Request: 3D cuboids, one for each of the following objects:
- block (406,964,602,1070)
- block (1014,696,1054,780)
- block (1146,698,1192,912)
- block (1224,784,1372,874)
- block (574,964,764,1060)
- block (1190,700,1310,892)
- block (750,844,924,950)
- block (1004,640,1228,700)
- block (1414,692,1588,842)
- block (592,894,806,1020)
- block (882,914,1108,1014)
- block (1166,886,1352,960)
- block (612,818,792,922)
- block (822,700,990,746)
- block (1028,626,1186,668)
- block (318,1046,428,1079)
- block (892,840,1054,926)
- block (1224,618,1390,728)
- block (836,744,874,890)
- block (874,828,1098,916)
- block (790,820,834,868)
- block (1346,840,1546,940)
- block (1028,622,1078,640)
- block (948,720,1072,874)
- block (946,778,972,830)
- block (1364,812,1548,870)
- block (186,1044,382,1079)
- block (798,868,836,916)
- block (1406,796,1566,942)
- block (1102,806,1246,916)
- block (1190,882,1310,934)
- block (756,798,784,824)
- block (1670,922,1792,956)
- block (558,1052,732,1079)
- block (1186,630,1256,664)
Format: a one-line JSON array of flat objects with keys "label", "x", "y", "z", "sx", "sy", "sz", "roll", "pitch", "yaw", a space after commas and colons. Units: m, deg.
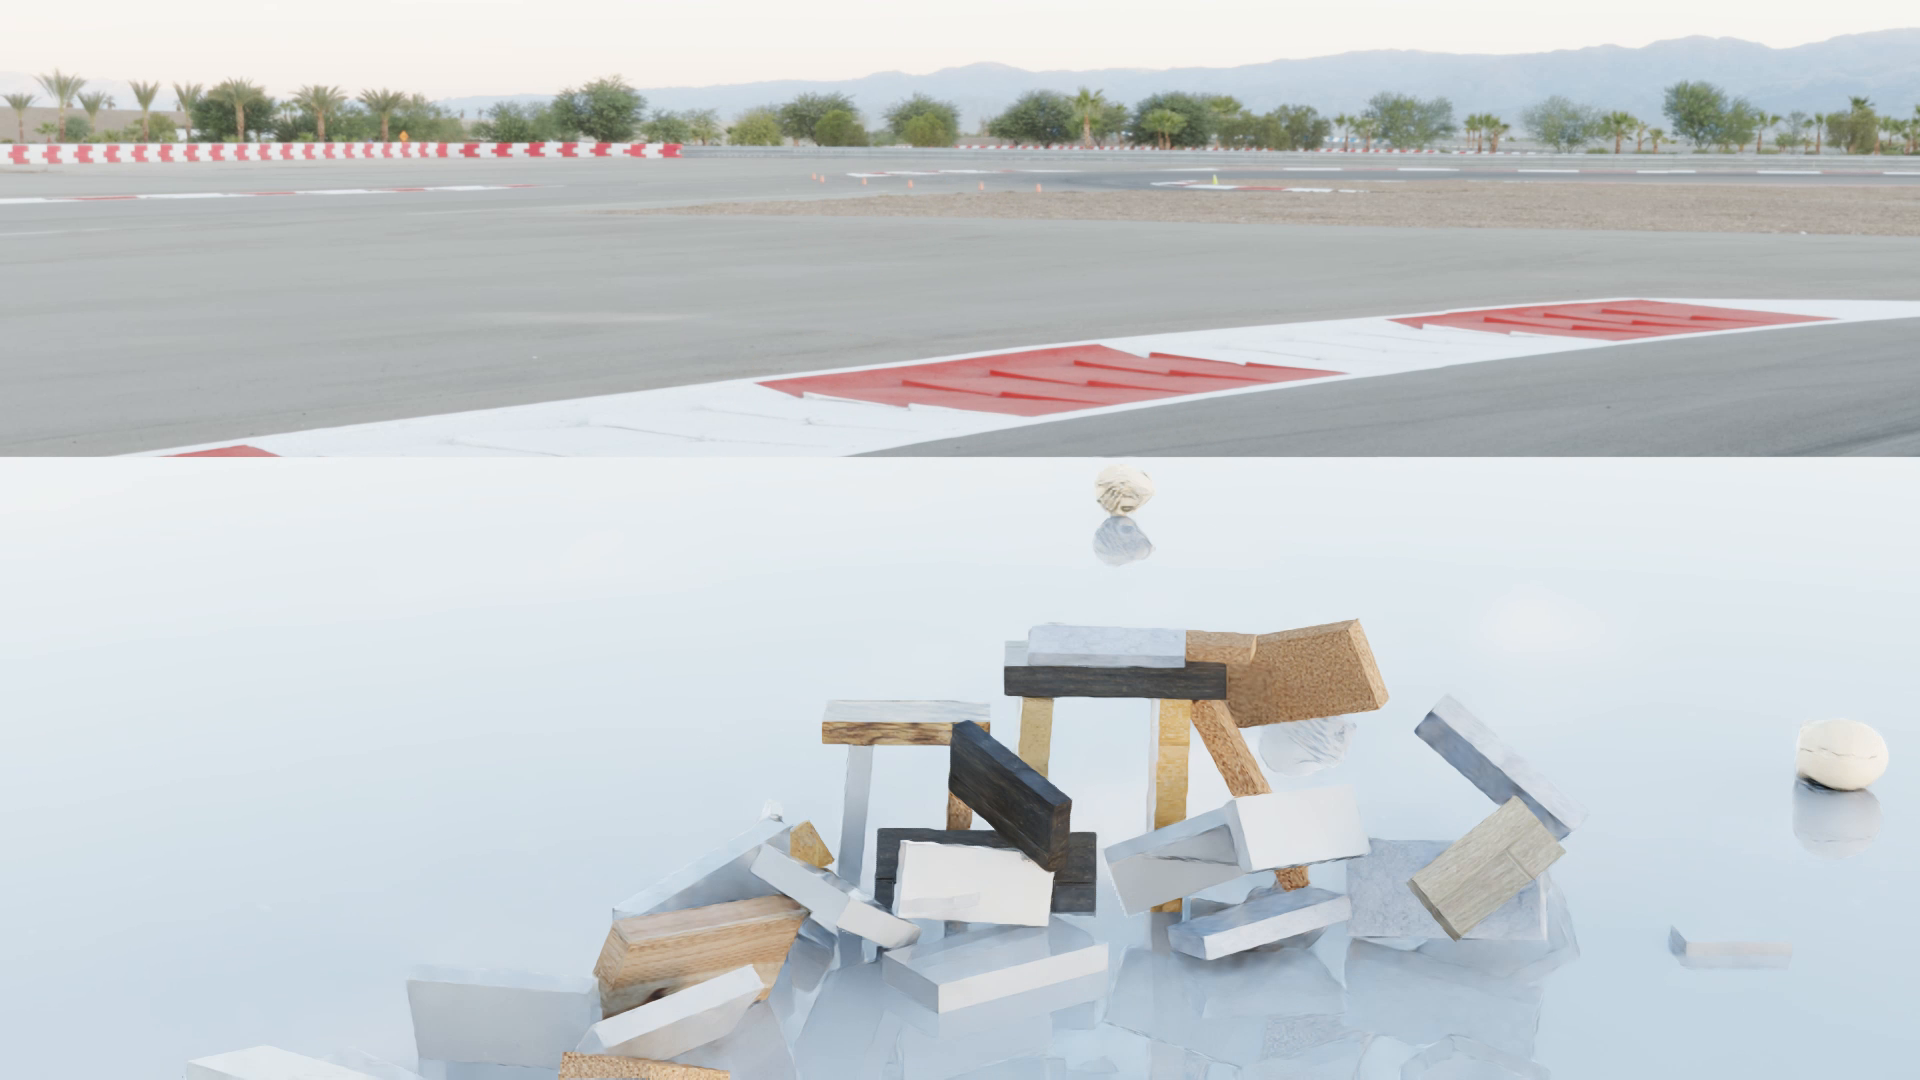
[{"label": "block", "x": -0.614, "y": 0.649, "z": 2.984, "sx": 0.259, "sy": 0.130, "sz": 0.037, "roll": 2, "pitch": 24, "yaw": 11}, {"label": "block", "x": 0.113, "y": 0.413, "z": 3.640, "sx": 0.050, "sy": 0.356, "sz": 0.178, "roll": 4, "pitch": 10, "yaw": -1}, {"label": "block", "x": 0.342, "y": 0.414, "z": 3.638, "sx": 0.050, "sy": 0.356, "sz": 0.178, "roll": 2, "pitch": 11, "yaw": 1}, {"label": "block", "x": 0.515, "y": 0.439, "z": 3.350, "sx": 0.222, "sy": 0.111, "sz": 0.031, "roll": -3, "pitch": -20, "yaw": -29}, {"label": "block", "x": -0.396, "y": 0.654, "z": 2.938, "sx": 0.259, "sy": 0.130, "sz": 0.037, "roll": -13, "pitch": 59, "yaw": -42}, {"label": "block", "x": 0.485, "y": 0.411, "z": 3.713, "sx": 0.042, "sy": 0.360, "sz": 0.149, "roll": -28, "pitch": 6, "yaw": 11}, {"label": "block", "x": -0.180, "y": 0.540, "z": 3.286, "sx": 0.159, "sy": 0.045, "sz": 0.319, "roll": 28, "pitch": -7, "yaw": 25}, {"label": "block", "x": 0.251, "y": 0.212, "z": 3.605, "sx": 0.356, "sy": 0.050, "sz": 0.178, "roll": 1, "pitch": 11, "yaw": 2}, {"label": "block", "x": 0.927, "y": 0.399, "z": 3.787, "sx": 0.306, "sy": 0.043, "sz": 0.153, "roll": 42, "pitch": -14, "yaw": 13}, {"label": "block", "x": -0.374, "y": 0.592, "z": 3.093, "sx": 0.319, "sy": 0.159, "sz": 0.045, "roll": 0, "pitch": 31, "yaw": -47}, {"label": "block", "x": 0.054, "y": 0.634, "z": 3.311, "sx": 0.306, "sy": 0.043, "sz": 0.153, "roll": -7, "pitch": 13, "yaw": -33}, {"label": "block", "x": 0.462, "y": 0.590, "z": 3.395, "sx": 0.253, "sy": 0.036, "sz": 0.126, "roll": -12, "pitch": 2, "yaw": -20}, {"label": "block", "x": -0.389, "y": 0.568, "z": 3.342, "sx": 0.045, "sy": 0.159, "sz": 0.451, "roll": 10, "pitch": 14, "yaw": 23}, {"label": "block", "x": -0.086, "y": 0.300, "z": 3.618, "sx": 0.273, "sy": 0.039, "sz": 0.136, "roll": 0, "pitch": 11, "yaw": 1}, {"label": "block", "x": 0.237, "y": 0.171, "z": 3.541, "sx": 0.250, "sy": 0.023, "sz": 0.081, "roll": 1, "pitch": 30, "yaw": 8}, {"label": "block", "x": -0.766, "y": 0.724, "z": 2.853, "sx": 0.243, "sy": 0.034, "sz": 0.122, "roll": 8, "pitch": 13, "yaw": 38}, {"label": "block", "x": 0.022, "y": 0.525, "z": 3.358, "sx": 0.243, "sy": 0.111, "sz": 0.031, "roll": 7, "pitch": -1, "yaw": -19}, {"label": "block", "x": 0.571, "y": 0.238, "z": 3.835, "sx": 0.332, "sy": 0.153, "sz": 0.043, "roll": -13, "pitch": 16, "yaw": 40}, {"label": "block", "x": -0.175, "y": 0.454, "z": 3.646, "sx": 0.039, "sy": 0.273, "sz": 0.136, "roll": 5, "pitch": 10, "yaw": -3}, {"label": "block", "x": 0.041, "y": 0.525, "z": 3.482, "sx": 0.348, "sy": 0.126, "sz": 0.036, "roll": 0, "pitch": -17, "yaw": 7}, {"label": "block", "x": -0.292, "y": 0.530, "z": 3.581, "sx": 0.157, "sy": 0.078, "sz": 0.022, "roll": -32, "pitch": 7, "yaw": -4}, {"label": "block", "x": 0.750, "y": 0.541, "z": 3.406, "sx": 0.299, "sy": 0.149, "sz": 0.042, "roll": -3, "pitch": -12, "yaw": 25}, {"label": "block", "x": 0.206, "y": 0.165, "z": 3.717, "sx": 0.163, "sy": 0.023, "sz": 0.081, "roll": 8, "pitch": -16, "yaw": -25}, {"label": "block", "x": 0.075, "y": 0.393, "z": 3.395, "sx": 0.034, "sy": 0.121, "sz": 0.265, "roll": -15, "pitch": 32, "yaw": -32}, {"label": "block", "x": -0.001, "y": 0.455, "z": 3.645, "sx": 0.039, "sy": 0.273, "sz": 0.136, "roll": 3, "pitch": 10, "yaw": -1}, {"label": "block", "x": 0.853, "y": 0.540, "z": 3.824, "sx": 0.299, "sy": 0.042, "sz": 0.149, "roll": 8, "pitch": 13, "yaw": 37}, {"label": "block", "x": -0.834, "y": 0.691, "z": 2.769, "sx": 0.259, "sy": 0.037, "sz": 0.130, "roll": 6, "pitch": 1, "yaw": 30}, {"label": "block", "x": -0.273, "y": 0.563, "z": 3.629, "sx": 0.157, "sy": 0.022, "sz": 0.078, "roll": 13, "pitch": 57, "yaw": 51}, {"label": "block", "x": 0.788, "y": 0.491, "z": 3.293, "sx": 0.222, "sy": 0.111, "sz": 0.031, "roll": -33, "pitch": -18, "yaw": -20}, {"label": "block", "x": 0.365, "y": 0.498, "z": 3.467, "sx": 0.253, "sy": 0.126, "sz": 0.036, "roll": -20, "pitch": 38, "yaw": 3}, {"label": "block", "x": 0.484, "y": 0.594, "z": 3.572, "sx": 0.199, "sy": 0.028, "sz": 0.099, "roll": 5, "pitch": 12, "yaw": 27}, {"label": "block", "x": -0.341, "y": 0.515, "z": 3.664, "sx": 0.022, "sy": 0.157, "sz": 0.078, "roll": 25, "pitch": 6, "yaw": -12}, {"label": "block", "x": 1.202, "y": 0.622, "z": 3.431, "sx": 0.163, "sy": 0.023, "sz": 0.081, "roll": 0, "pitch": 11, "yaw": 0}, {"label": "block", "x": -0.398, "y": 0.683, "z": 2.804, "sx": 0.121, "sy": 0.034, "sz": 0.243, "roll": 3, "pitch": -14, "yaw": 19}, {"label": "block", "x": 0.381, "y": 0.173, "z": 3.605, "sx": 0.199, "sy": 0.028, "sz": 0.099, "roll": 3, "pitch": 11, "yaw": 13}]
